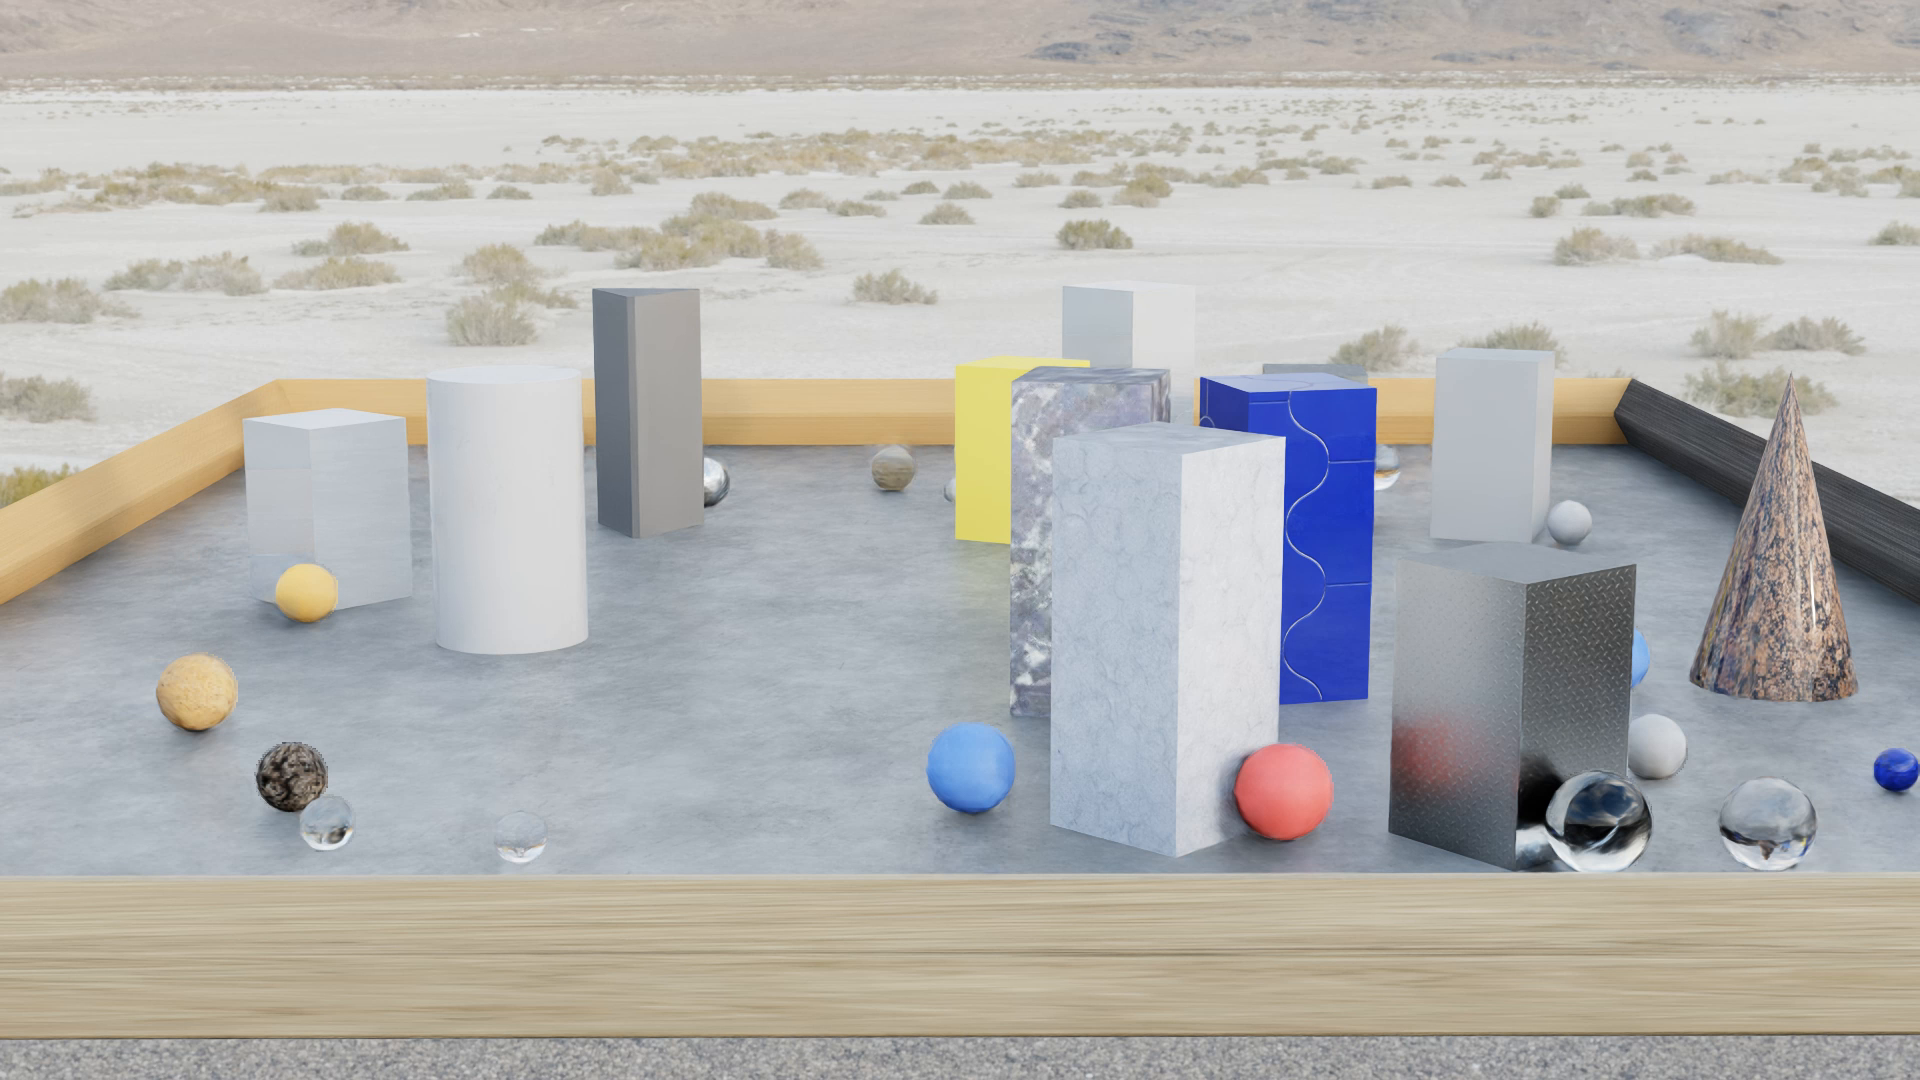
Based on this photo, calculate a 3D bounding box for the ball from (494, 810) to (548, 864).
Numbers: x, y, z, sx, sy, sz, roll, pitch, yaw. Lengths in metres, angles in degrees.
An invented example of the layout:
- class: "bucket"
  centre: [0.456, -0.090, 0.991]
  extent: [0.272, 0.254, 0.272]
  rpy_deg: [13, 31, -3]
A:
- class: "ball"
  centre: [-0.405, 0.274, 2.365]
  extent: [0.049, 0.049, 0.049]
  rpy_deg: [0, 11, 0]

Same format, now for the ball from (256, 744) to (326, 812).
- class: "ball"
  centre: [-0.660, 0.234, 2.531]
  extent: [0.066, 0.066, 0.066]
  rpy_deg: [0, 11, 0]

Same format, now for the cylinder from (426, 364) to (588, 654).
- class: "cylinder"
  centre: [-0.576, -0.042, 3.270]
  extent: [0.195, 0.341, 0.195]
  rpy_deg: [0, 11, 0]

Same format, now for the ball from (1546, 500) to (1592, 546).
- class: "ball"
  centre: [0.934, -0.026, 3.933]
  extent: [0.068, 0.068, 0.068]
  rpy_deg: [0, 11, 0]

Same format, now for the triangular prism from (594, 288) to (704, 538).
- class: "triangular prism"
  centre: [-0.519, -0.207, 4.062]
  extent: [0.146, 0.376, 0.169]
  rpy_deg: [7, 12, 32]

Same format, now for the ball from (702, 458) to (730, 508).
- class: "ball"
  centre: [-0.424, -0.095, 4.265]
  extent: [0.082, 0.082, 0.082]
  rpy_deg: [0, 11, 0]

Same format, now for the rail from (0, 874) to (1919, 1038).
- class: "rail"
  centre: [0.009, 0.310, 1.956]
  extent: [2.621, 0.127, 0.045]
  rpy_deg: [0, 11, 0]

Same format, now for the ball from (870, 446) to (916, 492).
- class: "ball"
  centre: [-0.116, -0.123, 4.428]
  extent: [0.077, 0.077, 0.077]
  rpy_deg: [0, 11, 0]

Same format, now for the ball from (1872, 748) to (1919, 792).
- class: "ball"
  centre: [0.949, 0.233, 2.600]
  extent: [0.045, 0.045, 0.045]
  rpy_deg: [0, 11, 0]

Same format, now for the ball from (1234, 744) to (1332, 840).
- class: "ball"
  centre: [0.304, 0.237, 2.418]
  extent: [0.091, 0.091, 0.091]
  rpy_deg: [0, 11, 0]

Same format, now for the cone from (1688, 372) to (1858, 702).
- class: "cone"
  centre: [0.970, -0.014, 3.028]
  extent: [0.195, 0.374, 0.195]
  rpy_deg: [0, 11, 0]

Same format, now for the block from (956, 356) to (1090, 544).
- class: "block"
  centre: [0.098, -0.141, 3.995]
  extent: [0.156, 0.271, 0.156]
  rpy_deg: [5, 12, 27]

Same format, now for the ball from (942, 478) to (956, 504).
- class: "ball"
  centre: [-0.009, -0.083, 4.310]
  extent: [0.041, 0.041, 0.041]
  rpy_deg: [0, 11, 0]

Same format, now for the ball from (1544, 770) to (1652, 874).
- class: "ball"
  centre: [0.580, 0.257, 2.332]
  extent: [0.095, 0.095, 0.095]
  rpy_deg: [0, 11, 0]

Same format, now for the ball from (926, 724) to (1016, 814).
- class: "ball"
  centre: [0.011, 0.225, 2.524]
  extent: [0.088, 0.088, 0.088]
  rpy_deg: [0, 11, 0]

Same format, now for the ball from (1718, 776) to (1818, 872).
- class: "ball"
  centre: [0.738, 0.259, 2.343]
  extent: [0.086, 0.086, 0.086]
  rpy_deg: [0, 11, 0]

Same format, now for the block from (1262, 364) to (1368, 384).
- class: "block"
  centre: [0.552, -0.138, 4.015]
  extent: [0.156, 0.258, 0.156]
  rpy_deg: [1, 11, 5]

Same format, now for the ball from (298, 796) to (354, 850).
- class: "ball"
  centre: [-0.594, 0.266, 2.405]
  extent: [0.051, 0.051, 0.051]
  rpy_deg: [0, 11, 0]

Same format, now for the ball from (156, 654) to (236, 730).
- class: "ball"
  centre: [-0.845, 0.168, 2.837]
  extent: [0.085, 0.085, 0.085]
  rpy_deg: [0, 11, 0]

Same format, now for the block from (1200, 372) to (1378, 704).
- class: "block"
  centre: [0.379, -0.004, 3.003]
  extent: [0.156, 0.363, 0.156]
  rpy_deg: [-3, 11, -15]

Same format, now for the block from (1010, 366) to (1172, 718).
- class: "block"
  centre: [0.150, 0.001, 2.931]
  extent: [0.156, 0.380, 0.156]
  rpy_deg: [2, 11, 13]

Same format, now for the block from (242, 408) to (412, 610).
- class: "block"
  centre: [-0.869, -0.044, 3.531]
  extent: [0.156, 0.249, 0.156]
  rpy_deg: [9, 14, 41]

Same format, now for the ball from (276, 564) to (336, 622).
- class: "ball"
  centre: [-0.863, 0.070, 3.388]
  extent: [0.078, 0.078, 0.078]
  rpy_deg: [0, 11, 0]

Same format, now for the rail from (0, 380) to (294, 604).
- class: "rail"
  centre: [-1.287, 0.034, 3.442]
  extent: [0.045, 0.127, 3.085]
  rpy_deg: [0, 11, 0]

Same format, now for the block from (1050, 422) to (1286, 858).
- class: "block"
  centre: [0.198, 0.089, 2.459]
  extent: [0.156, 0.379, 0.156]
  rpy_deg: [10, 14, 43]

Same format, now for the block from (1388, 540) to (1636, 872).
- class: "block"
  centre: [0.521, 0.151, 2.426]
  extent: [0.156, 0.268, 0.156]
  rpy_deg: [-8, 13, -37]

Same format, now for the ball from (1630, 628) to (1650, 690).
- class: "ball"
  centre: [0.760, 0.137, 2.997]
  extent: [0.089, 0.089, 0.089]
  rpy_deg: [0, 11, 0]

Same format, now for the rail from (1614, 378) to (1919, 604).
- class: "rail"
  centre: [1.287, 0.031, 3.456]
  extent: [0.045, 0.127, 3.085]
  rpy_deg: [0, 11, 0]

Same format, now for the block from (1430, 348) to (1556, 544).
- class: "block"
  centre: [0.834, -0.150, 4.014]
  extent: [0.156, 0.282, 0.156]
  rpy_deg: [4, 11, 22]

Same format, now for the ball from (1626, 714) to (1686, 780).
- class: "ball"
  centre: [0.715, 0.213, 2.646]
  extent: [0.067, 0.067, 0.067]
  rpy_deg: [0, 11, 0]

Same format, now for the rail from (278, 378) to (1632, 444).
- class: "rail"
  centre: [-0.009, -0.245, 4.942]
  extent: [2.621, 0.127, 0.045]
  rpy_deg: [0, 11, 0]

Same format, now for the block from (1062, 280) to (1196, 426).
- class: "block"
  centre: [0.280, -0.243, 4.286]
  extent: [0.156, 0.364, 0.156]
  rpy_deg: [-10, 15, -44]

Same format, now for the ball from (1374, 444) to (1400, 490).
- class: "ball"
  centre: [0.721, -0.126, 4.436]
  extent: [0.080, 0.080, 0.080]
  rpy_deg: [0, 11, 0]
